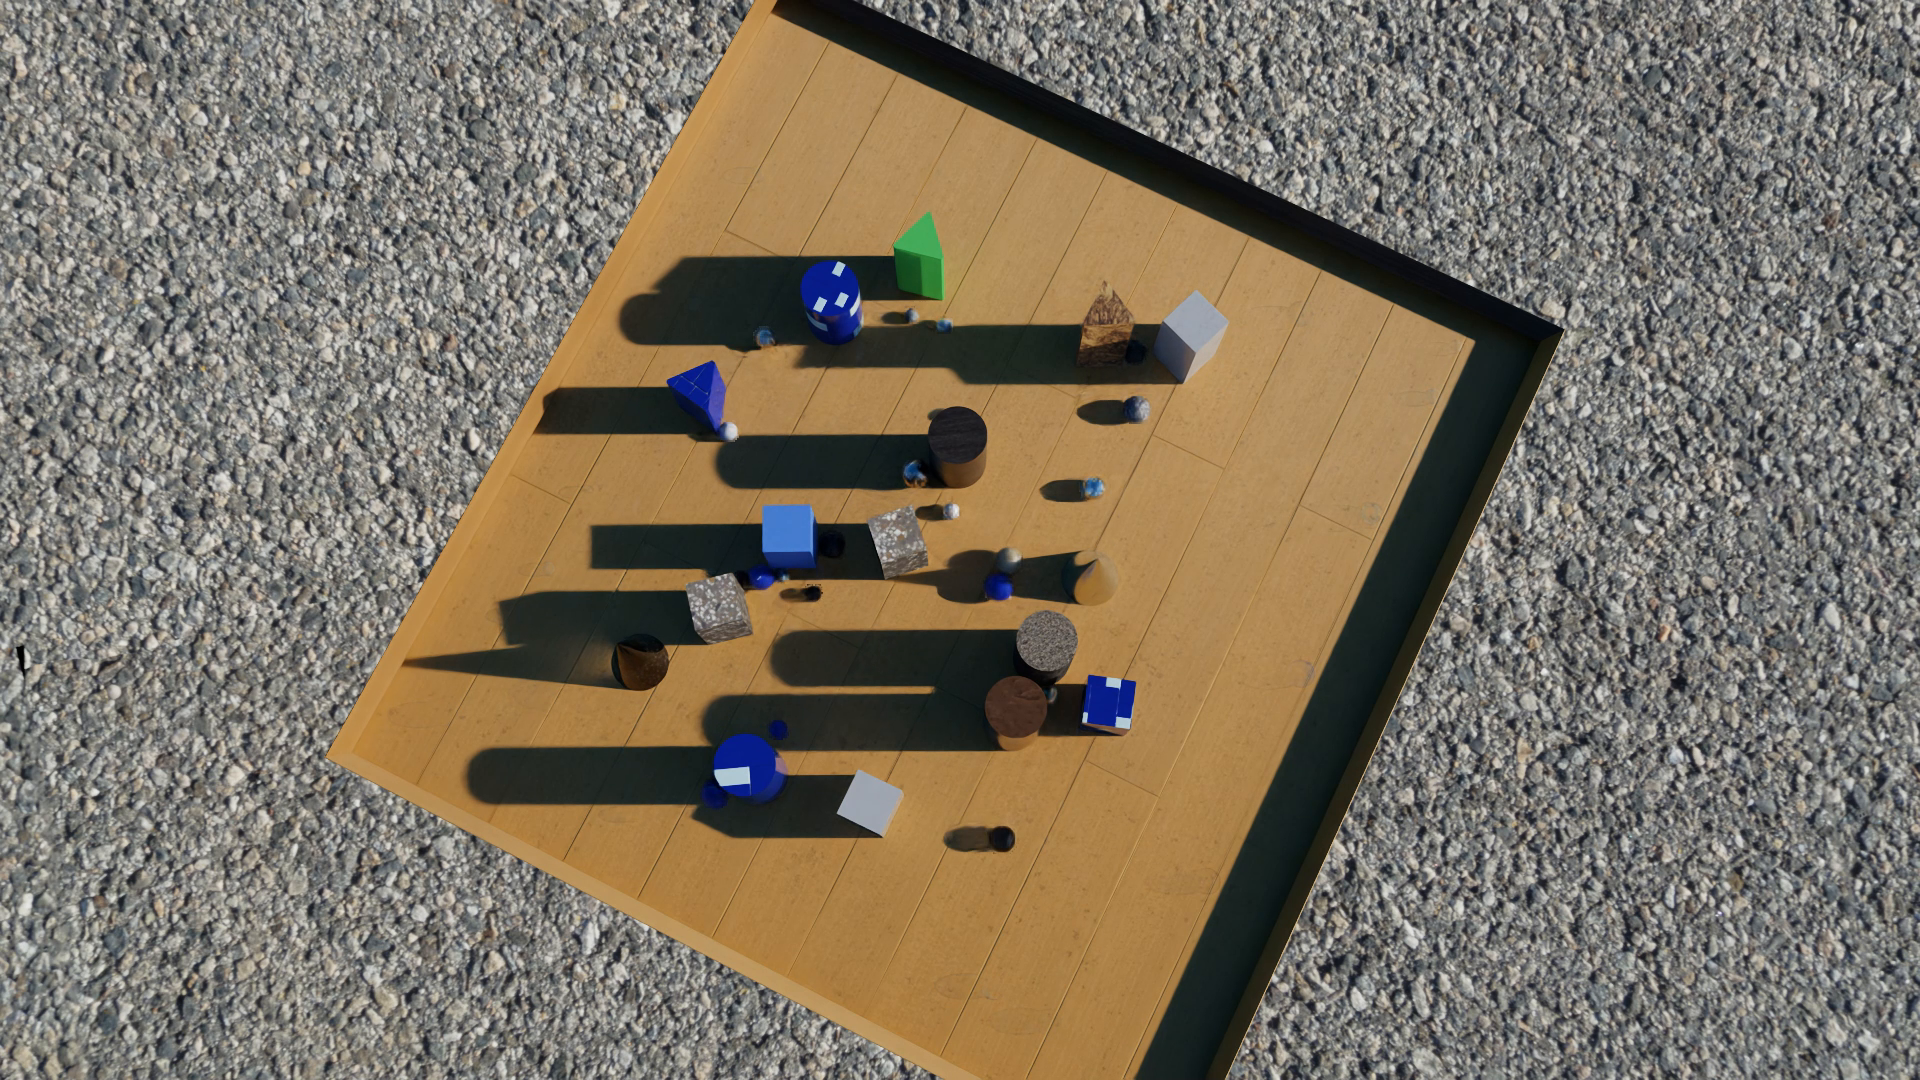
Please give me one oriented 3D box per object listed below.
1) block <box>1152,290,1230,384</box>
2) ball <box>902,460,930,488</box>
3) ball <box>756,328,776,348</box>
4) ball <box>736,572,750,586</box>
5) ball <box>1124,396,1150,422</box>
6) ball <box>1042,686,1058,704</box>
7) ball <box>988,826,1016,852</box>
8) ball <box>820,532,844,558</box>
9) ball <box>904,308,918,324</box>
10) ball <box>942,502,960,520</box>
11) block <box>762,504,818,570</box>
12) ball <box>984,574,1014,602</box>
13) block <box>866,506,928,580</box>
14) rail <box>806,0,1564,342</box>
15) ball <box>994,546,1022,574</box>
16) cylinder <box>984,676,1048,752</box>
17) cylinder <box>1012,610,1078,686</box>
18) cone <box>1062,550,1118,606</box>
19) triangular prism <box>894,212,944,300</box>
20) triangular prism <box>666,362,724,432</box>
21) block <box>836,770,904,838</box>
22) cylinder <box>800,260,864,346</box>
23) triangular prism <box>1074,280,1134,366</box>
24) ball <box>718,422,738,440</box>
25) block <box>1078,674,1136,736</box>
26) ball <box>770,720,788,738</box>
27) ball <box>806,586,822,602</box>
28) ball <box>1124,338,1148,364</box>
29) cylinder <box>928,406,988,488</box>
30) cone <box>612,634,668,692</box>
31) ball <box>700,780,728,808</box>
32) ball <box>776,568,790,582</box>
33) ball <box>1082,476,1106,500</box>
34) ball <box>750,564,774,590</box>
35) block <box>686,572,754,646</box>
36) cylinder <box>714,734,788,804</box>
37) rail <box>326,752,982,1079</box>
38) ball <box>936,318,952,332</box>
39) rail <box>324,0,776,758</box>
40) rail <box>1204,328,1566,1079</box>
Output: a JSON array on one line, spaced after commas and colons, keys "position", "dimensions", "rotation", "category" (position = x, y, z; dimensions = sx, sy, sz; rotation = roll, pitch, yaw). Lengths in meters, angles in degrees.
[{"position": [0.698, -0.615, 5.579], "dimensions": [0.140, 0.322, 0.140], "rotation": [-43, 81, -8], "category": "block"}, {"position": [-0.136, -0.202, 5.613], "dimensions": [0.087, 0.087, 0.087], "rotation": [0, 78, 0], "category": "ball"}, {"position": [-0.606, -0.628, 5.713], "dimensions": [0.064, 0.064, 0.064], "rotation": [0, 78, 0], "category": "ball"}, {"position": [-0.661, 0.119, 5.570], "dimensions": [0.042, 0.042, 0.042], "rotation": [0, 78, 0], "category": "ball"}, {"position": [0.546, -0.404, 5.657], "dimensions": [0.083, 0.083, 0.083], "rotation": [0, 78, 0], "category": "ball"}, {"position": [0.269, 0.465, 5.492], "dimensions": [0.055, 0.055, 0.055], "rotation": [0, 78, 0], "category": "ball"}, {"position": [0.124, 0.880, 5.393], "dimensions": [0.080, 0.080, 0.080], "rotation": [0, 78, 0], "category": "ball"}, {"position": [-0.389, 0.017, 5.573], "dimensions": [0.078, 0.078, 0.078], "rotation": [0, 78, 0], "category": "ball"}, {"position": [-0.152, -0.702, 5.739], "dimensions": [0.044, 0.044, 0.044], "rotation": [0, 78, 0], "category": "ball"}, {"position": [-0.027, -0.088, 5.608], "dimensions": [0.052, 0.052, 0.052], "rotation": [0, 78, 0], "category": "ball"}, {"position": [-0.507, -0.007, 5.484], "dimensions": [0.140, 0.263, 0.140], "rotation": [-1, 78, 0], "category": "block"}, {"position": [0.118, 0.143, 5.543], "dimensions": [0.086, 0.086, 0.086], "rotation": [0, 78, 0], "category": "ball"}, {"position": [-0.185, 0.009, 5.484], "dimensions": [0.140, 0.255, 0.140], "rotation": [-18, 79, -4], "category": "block"}, {"position": [0.624, -1.217, 5.809], "dimensions": [2.745, 0.114, 0.045], "rotation": [26, 80, 5], "category": "rail"}, {"position": [0.146, 0.063, 5.560], "dimensions": [0.084, 0.084, 0.084], "rotation": [0, 78, 0], "category": "ball"}, {"position": [0.157, 0.506, 5.307], "dimensions": [0.175, 0.401, 0.175], "rotation": [0, 78, 0], "category": "cylinder"}, {"position": [0.247, 0.321, 5.372], "dimensions": [0.175, 0.348, 0.175], "rotation": [0, 78, 0], "category": "cylinder"}, {"position": [0.398, 0.084, 5.438], "dimensions": [0.175, 0.314, 0.175], "rotation": [0, 78, 0], "category": "cone"}, {"position": [-0.108, -0.876, 5.609], "dimensions": [0.151, 0.368, 0.131], "rotation": [14, 79, 3], "category": "triangular prism"}, {"position": [-0.771, -0.452, 5.570], "dimensions": [0.151, 0.274, 0.131], "rotation": [35, 81, 7], "category": "triangular prism"}, {"position": [-0.259, 0.771, 5.349], "dimensions": [0.140, 0.212, 0.140], "rotation": [25, 79, 5], "category": "block"}, {"position": [-0.390, -0.725, 5.621], "dimensions": [0.175, 0.283, 0.175], "rotation": [0, 78, 0], "category": "cylinder"}, {"position": [0.429, -0.652, 5.540], "dimensions": [0.151, 0.414, 0.131], "rotation": [-4, 78, -1], "category": "triangular prism"}, {"position": [-0.715, -0.336, 5.655], "dimensions": [0.060, 0.060, 0.060], "rotation": [0, 78, 0], "category": "ball"}, {"position": [0.432, 0.489, 5.407], "dimensions": [0.140, 0.212, 0.140], "rotation": [8, 78, 2], "category": "block"}, {"position": [-0.542, 0.564, 5.473], "dimensions": [0.053, 0.053, 0.053], "rotation": [0, 78, 0], "category": "ball"}, {"position": [-0.443, 0.163, 5.557], "dimensions": [0.050, 0.050, 0.050], "rotation": [0, 78, 0], "category": "ball"}, {"position": [0.542, -0.587, 5.697], "dimensions": [0.078, 0.078, 0.078], "rotation": [0, 78, 0], "category": "ball"}, {"position": [-0.007, -0.275, 5.512], "dimensions": [0.175, 0.315, 0.175], "rotation": [0, 78, 0], "category": "cylinder"}, {"position": [-0.967, 0.330, 5.349], "dimensions": [0.175, 0.389, 0.175], "rotation": [0, 78, 0], "category": "cone"}, {"position": [-0.726, 0.750, 5.420], "dimensions": [0.081, 0.081, 0.081], "rotation": [0, 78, 0], "category": "ball"}, {"position": [-0.540, 0.106, 5.571], "dimensions": [0.045, 0.045, 0.045], "rotation": [0, 78, 0], "category": "ball"}, {"position": [0.410, -0.159, 5.611], "dimensions": [0.075, 0.075, 0.075], "rotation": [0, 78, 0], "category": "ball"}, {"position": [-0.600, 0.113, 5.553], "dimensions": [0.078, 0.078, 0.078], "rotation": [0, 78, 0], "category": "ball"}, {"position": [-0.710, 0.207, 5.425], "dimensions": [0.140, 0.291, 0.140], "rotation": [-14, 79, -3], "category": "block"}, {"position": [-0.600, 0.664, 5.288], "dimensions": [0.175, 0.374, 0.175], "rotation": [0, 78, 0], "category": "cylinder"}, {"position": [-0.624, 1.229, 5.303], "dimensions": [2.745, 0.114, 0.045], "rotation": [26, 80, 5], "category": "rail"}, {"position": [-0.049, -0.671, 5.731], "dimensions": [0.046, 0.046, 0.046], "rotation": [0, 78, 0], "category": "ball"}, {"position": [-1.207, -0.585, 5.678], "dimensions": [0.045, 0.114, 2.840], "rotation": [26, 80, 5], "category": "rail"}, {"position": [1.207, 0.597, 5.434], "dimensions": [0.045, 0.114, 2.840], "rotation": [26, 80, 5], "category": "rail"}]
